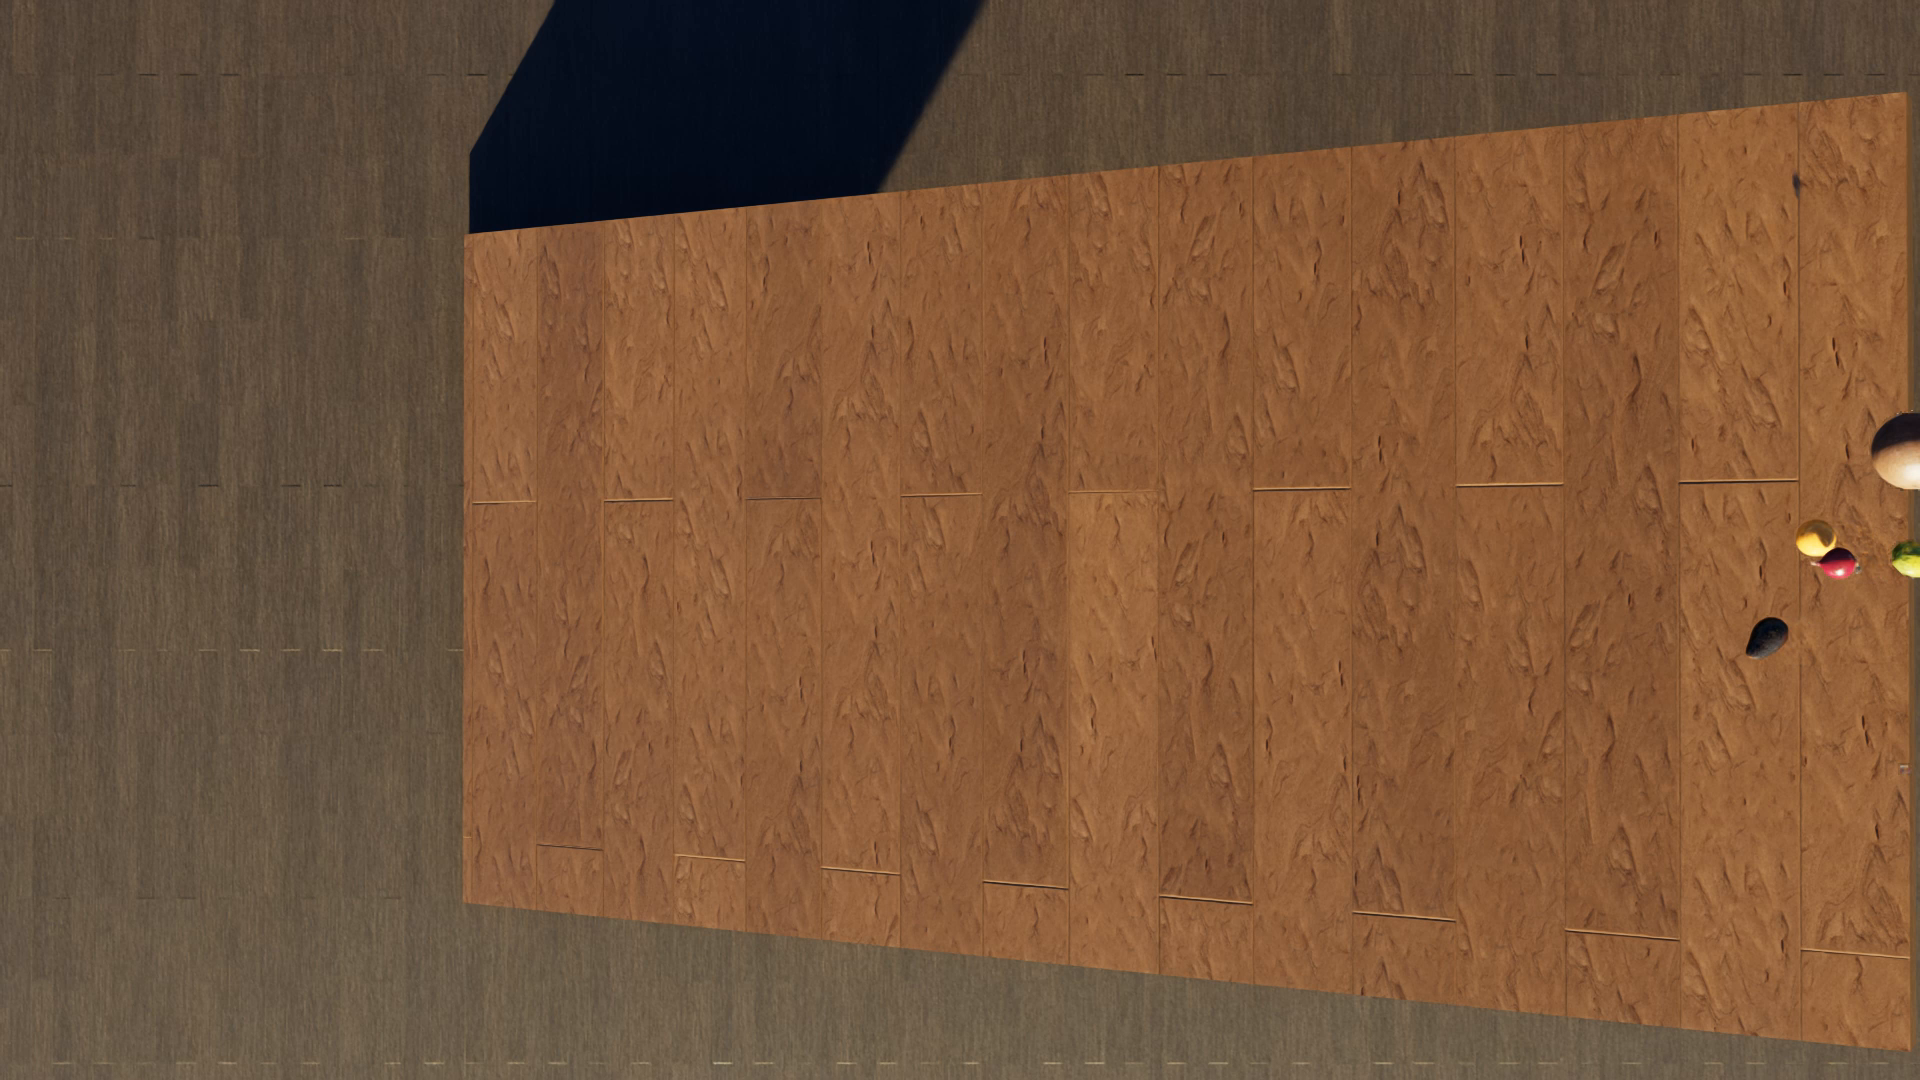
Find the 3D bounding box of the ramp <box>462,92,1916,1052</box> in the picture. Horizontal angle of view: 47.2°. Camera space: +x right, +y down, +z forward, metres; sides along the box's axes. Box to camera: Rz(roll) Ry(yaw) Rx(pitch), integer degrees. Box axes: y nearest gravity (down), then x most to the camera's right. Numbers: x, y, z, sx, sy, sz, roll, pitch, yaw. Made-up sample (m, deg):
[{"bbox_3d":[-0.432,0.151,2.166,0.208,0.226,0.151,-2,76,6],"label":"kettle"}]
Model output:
[{"bbox_3d":[0.270,0.075,5.626,4.000,0.100,2.000,0,89,30],"label":"ramp"}]
